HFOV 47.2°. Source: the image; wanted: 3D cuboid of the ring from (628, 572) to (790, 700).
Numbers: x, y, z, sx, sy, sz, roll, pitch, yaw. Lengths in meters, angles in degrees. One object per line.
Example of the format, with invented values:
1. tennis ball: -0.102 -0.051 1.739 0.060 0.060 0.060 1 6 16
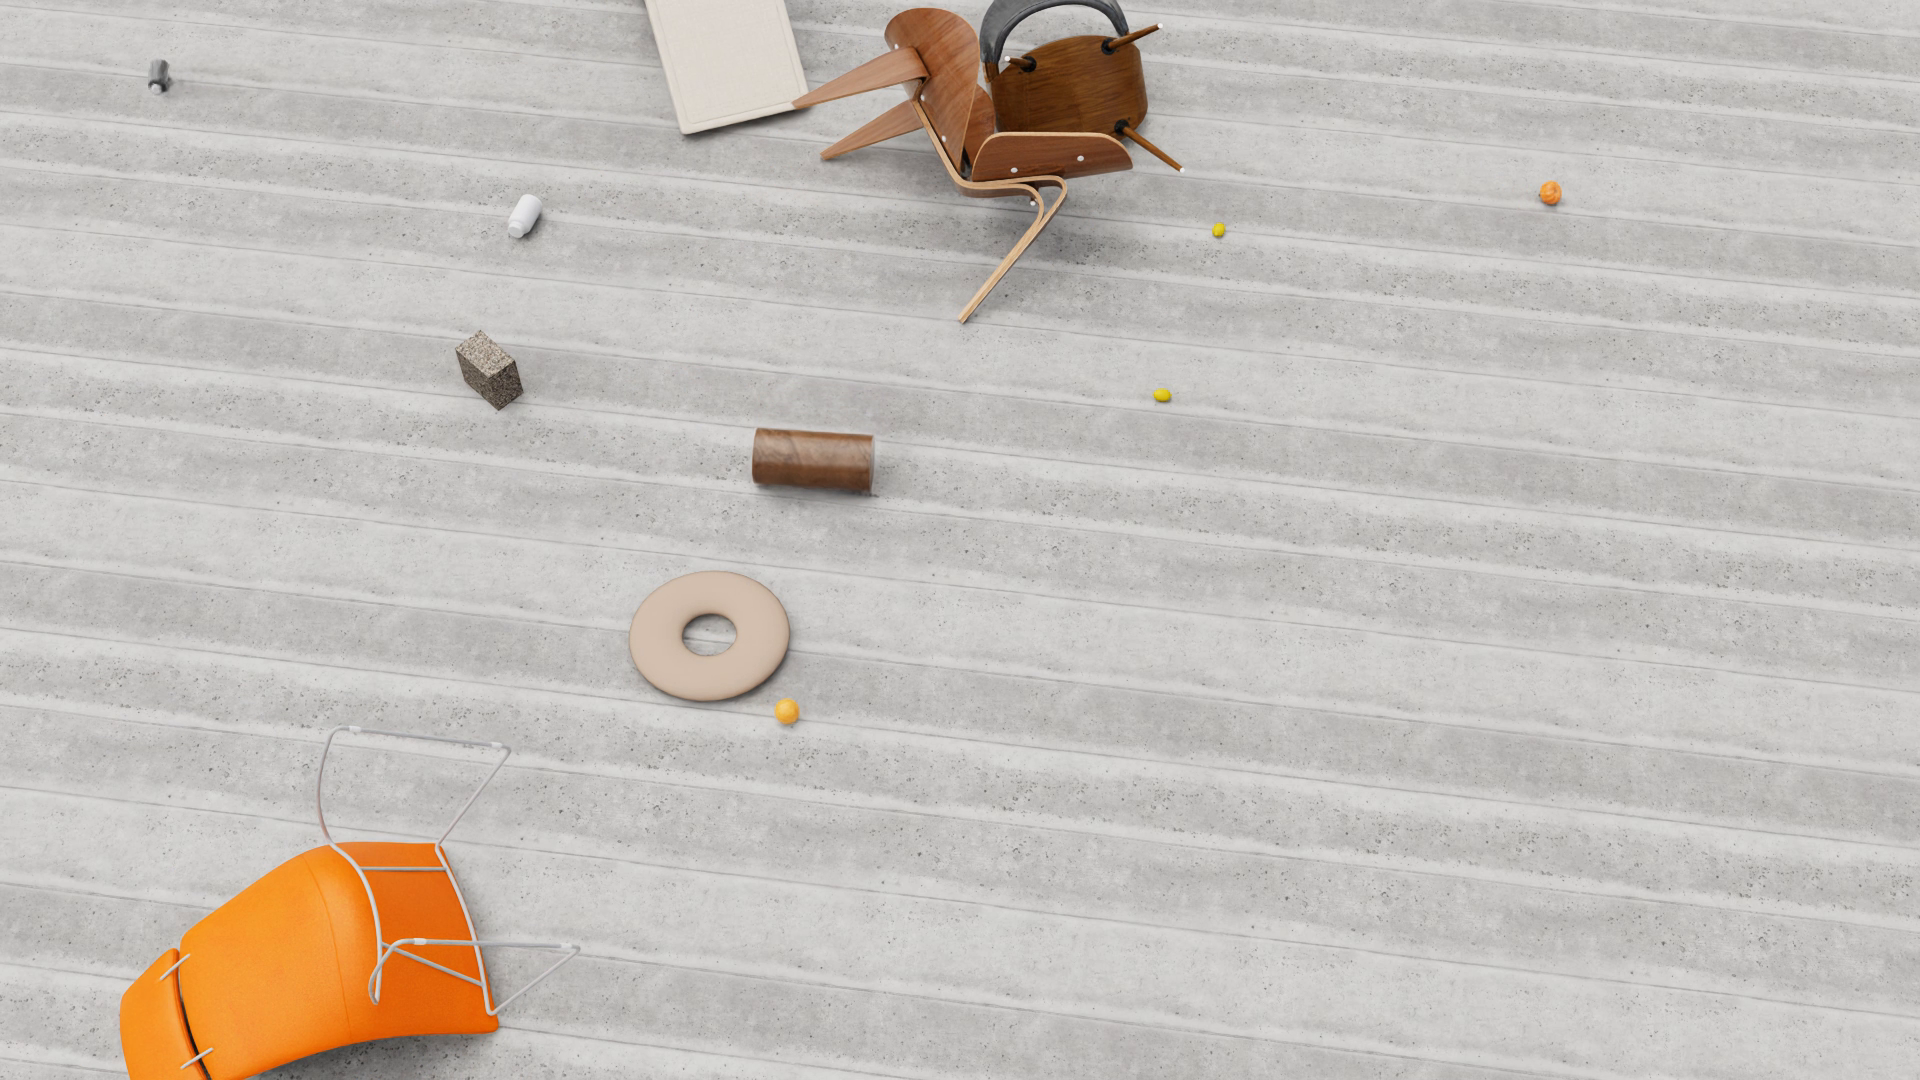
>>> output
1. ring: -0.724 0.273 6.352 0.466 0.066 0.436 1 57 1

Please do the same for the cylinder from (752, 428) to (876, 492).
1. cylinder: -0.440 -0.242 6.635 0.352 0.170 0.167 4 15 2

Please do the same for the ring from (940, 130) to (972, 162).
1. ring: -0.014 -1.329 7.403 0.102 0.111 0.082 23 67 -37

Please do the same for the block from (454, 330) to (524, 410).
1. block: -1.461 -0.526 6.827 0.168 0.166 0.101 39 64 23
